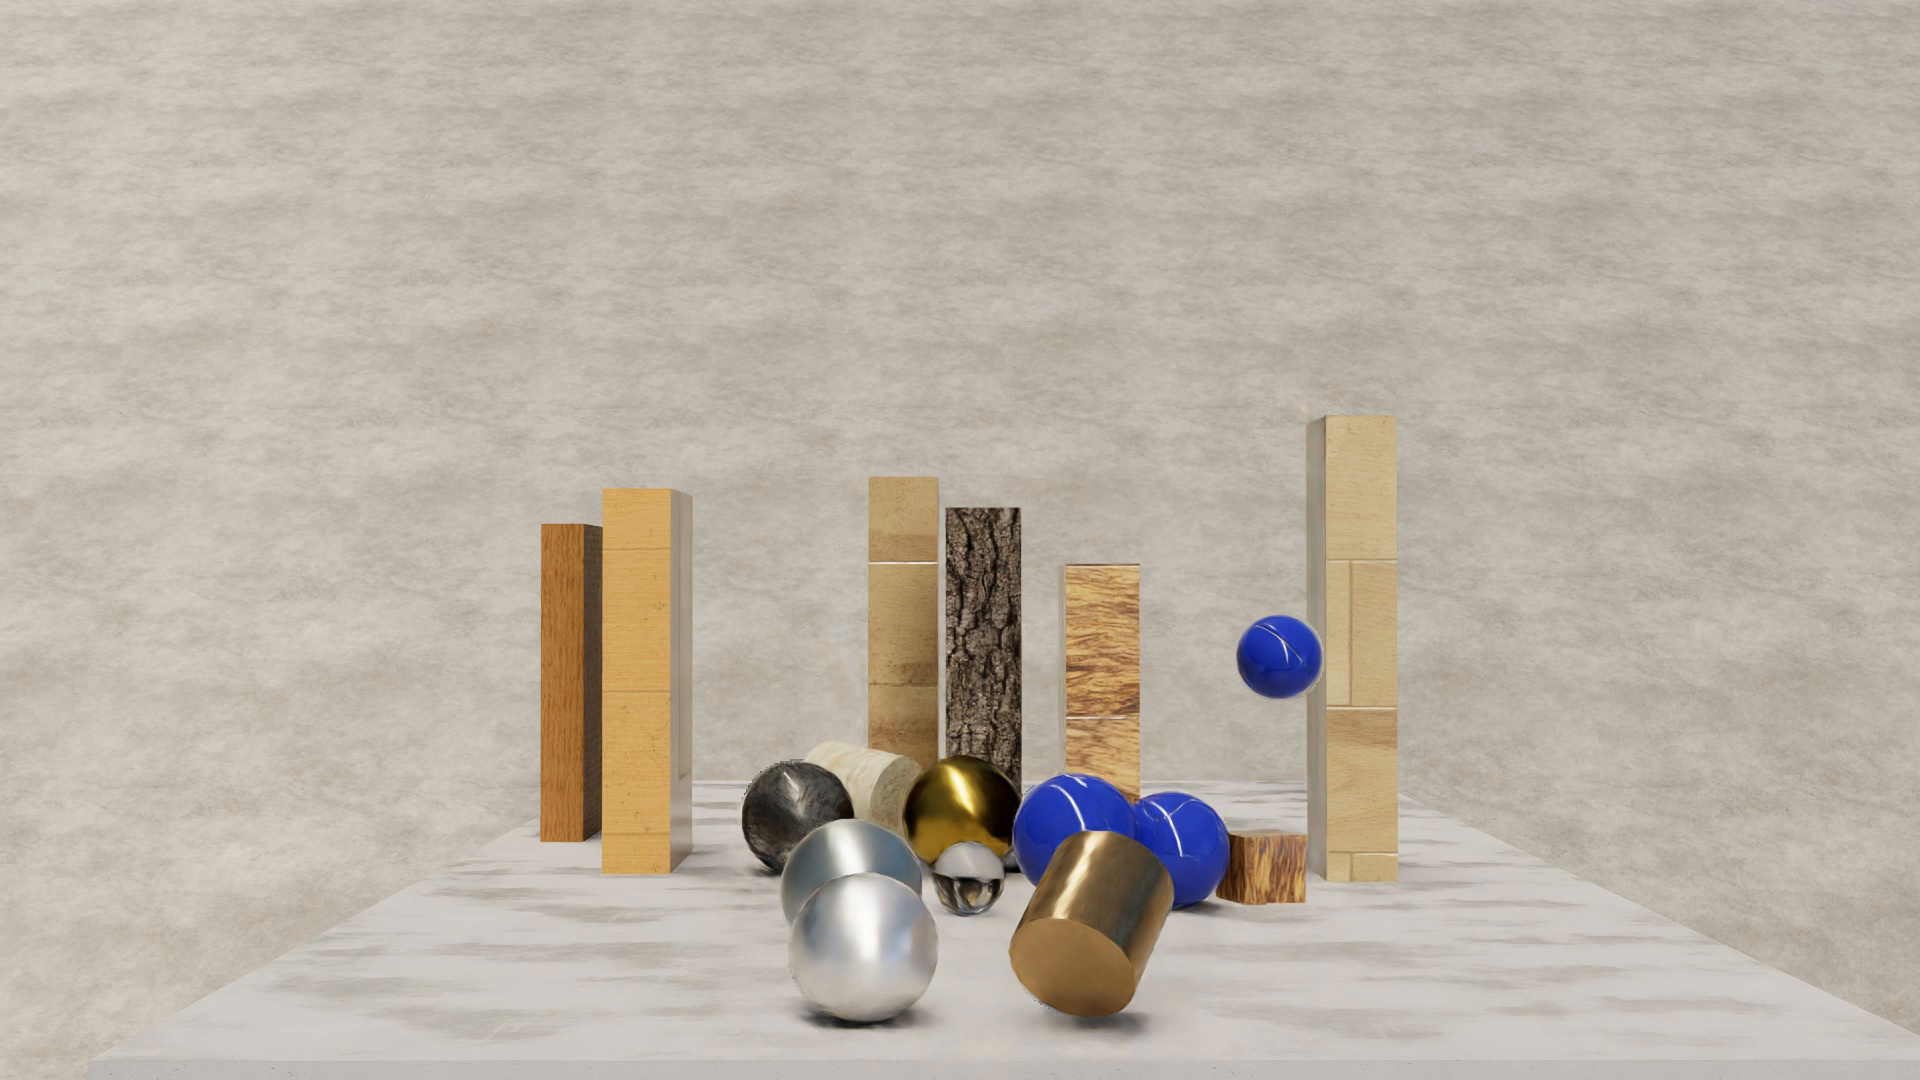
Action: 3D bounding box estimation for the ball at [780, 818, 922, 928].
[{"bbox_3d":[-0.146,0.472,3.494,0.192,0.192,0.192,0,33,0],"label":"ball"}]

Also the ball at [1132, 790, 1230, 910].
[{"bbox_3d":[0.329,0.484,4.049,0.184,0.184,0.184,0,33,0],"label":"ball"}]

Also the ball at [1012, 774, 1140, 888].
[{"bbox_3d":[0.176,0.452,3.935,0.195,0.195,0.195,0,33,0],"label":"ball"}]

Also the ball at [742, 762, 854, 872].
[{"bbox_3d":[-0.283,0.486,4.537,0.198,0.198,0.198,0,33,0],"label":"ball"}]

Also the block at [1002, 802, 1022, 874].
[{"bbox_3d":[0.090,0.530,4.628,0.114,0.114,0.114,-1,-1,36],"label":"block"}]

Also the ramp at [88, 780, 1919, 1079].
[{"bbox_3d":[0.073,0.639,4.752,2.000,0.100,4.000,0,-1,0],"label":"ramp"}]

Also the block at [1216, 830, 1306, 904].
[{"bbox_3d":[0.483,0.525,4.173,0.107,0.107,0.107,0,-1,-19],"label":"block"}]

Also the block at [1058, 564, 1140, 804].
[{"bbox_3d":[0.237,0.313,4.470,0.122,0.542,0.342,0,-1,0],"label":"block"}]

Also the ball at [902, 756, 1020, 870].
[{"bbox_3d":[0.003,0.478,4.493,0.209,0.209,0.209,0,33,0],"label":"ball"}]

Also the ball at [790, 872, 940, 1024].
[{"bbox_3d":[-0.110,0.470,2.993,0.173,0.173,0.173,0,33,0],"label":"ball"}]

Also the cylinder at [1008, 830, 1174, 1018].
[{"bbox_3d":[0.151,0.437,2.958,0.150,0.150,0.150,11,39,17],"label":"cylinder"}]

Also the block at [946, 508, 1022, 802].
[{"bbox_3d":[0.043,0.268,4.912,0.139,0.649,0.296,0,-1,0],"label":"block"}]

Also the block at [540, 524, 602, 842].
[{"bbox_3d":[-0.787,0.285,5.266,0.084,0.629,0.280,0,-1,0],"label":"block"}]

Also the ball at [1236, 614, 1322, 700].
[{"bbox_3d":[0.402,0.148,3.266,0.108,0.108,0.108,0,33,0],"label":"ball"}]

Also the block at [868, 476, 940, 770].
[{"bbox_3d":[-0.116,0.239,5.480,0.141,0.728,0.409,0,-1,0],"label":"block"}]

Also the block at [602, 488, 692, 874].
[{"bbox_3d":[-0.568,0.251,4.741,0.119,0.676,0.377,0,-1,0],"label":"block"}]

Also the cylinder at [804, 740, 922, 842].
[{"bbox_3d":[-0.185,0.475,4.850,0.175,0.175,0.175,9,32,35],"label":"cylinder"}]

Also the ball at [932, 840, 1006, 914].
[{"bbox_3d":[0.014,0.519,3.982,0.113,0.113,0.113,0,33,0],"label":"ball"}]

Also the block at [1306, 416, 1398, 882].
[{"bbox_3d":[0.686,0.187,4.554,0.121,0.797,0.249,0,-1,0],"label":"block"}]
